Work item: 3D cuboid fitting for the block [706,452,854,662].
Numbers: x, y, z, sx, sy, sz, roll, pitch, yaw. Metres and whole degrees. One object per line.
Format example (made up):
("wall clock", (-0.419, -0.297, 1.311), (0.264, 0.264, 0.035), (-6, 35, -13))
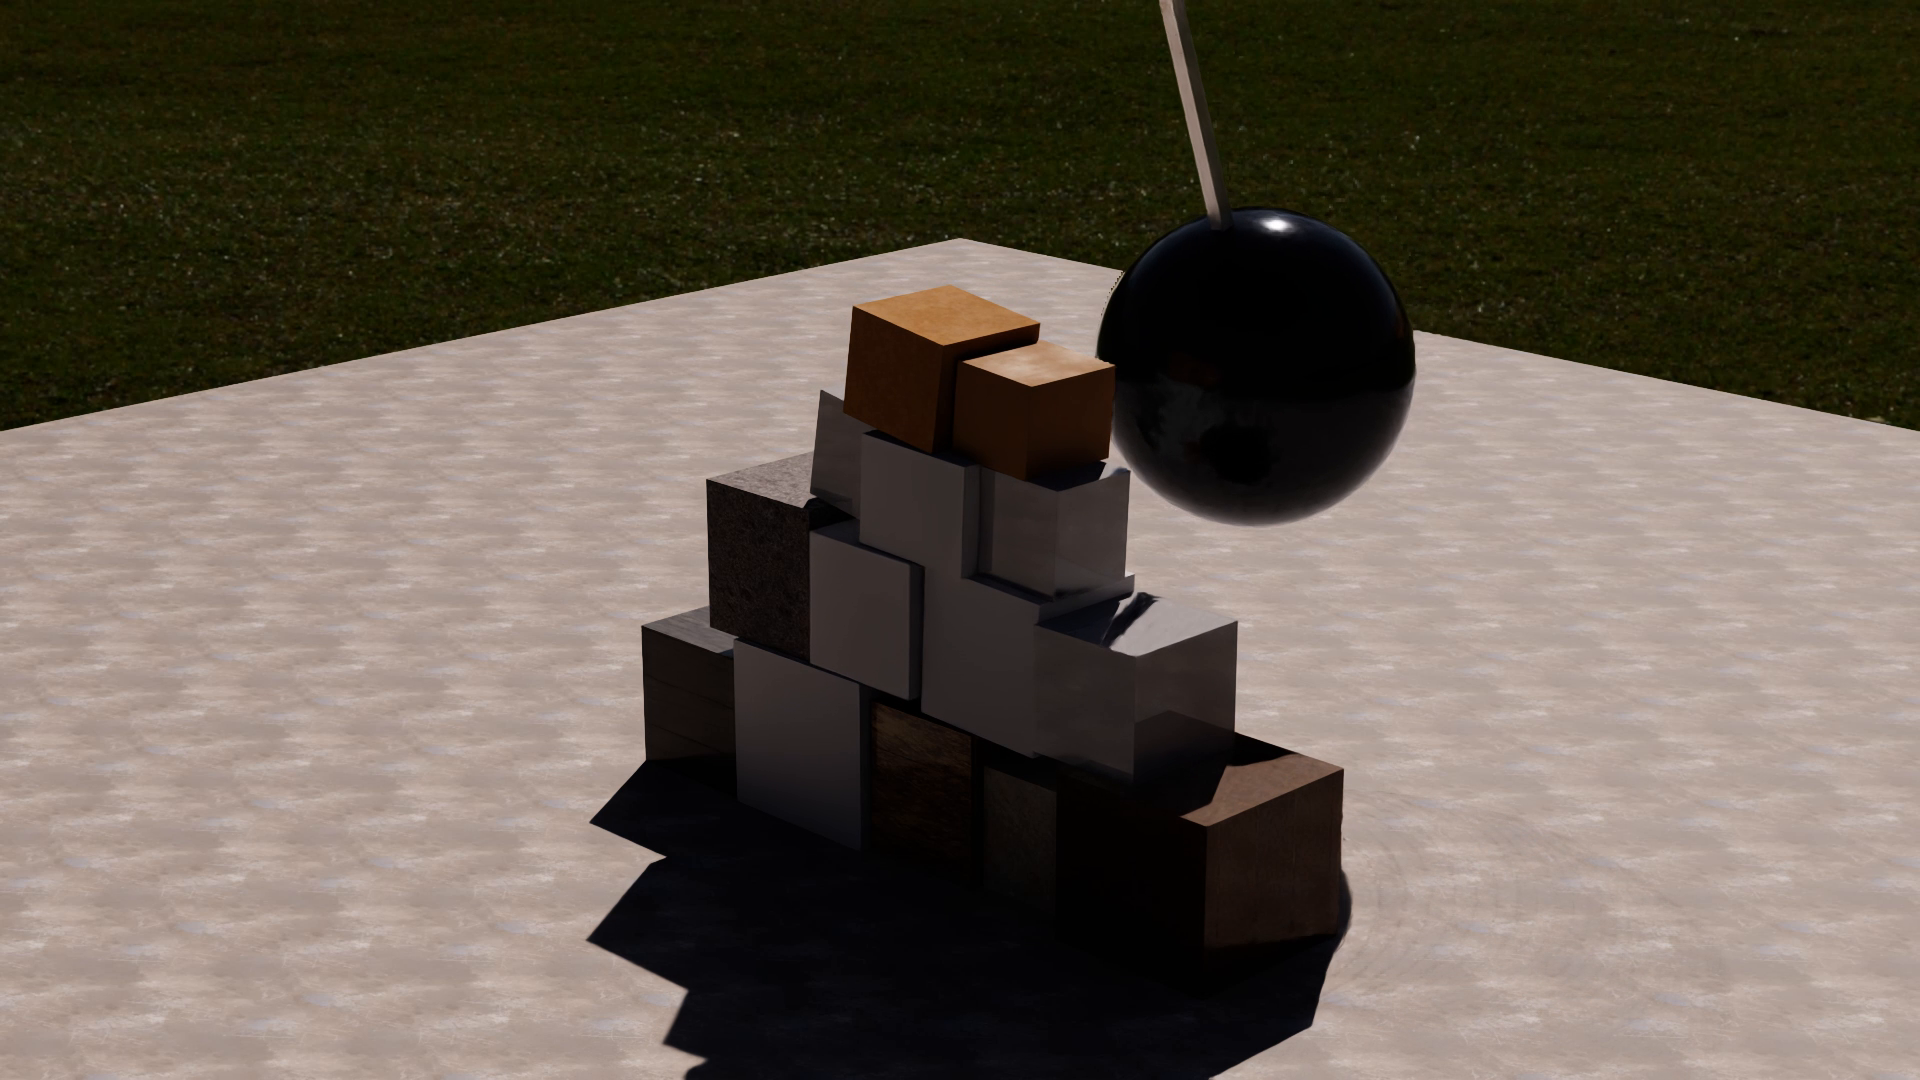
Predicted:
("block", (-0.695, 0.065, 14.105), (0.732, 0.748, 0.731), (-17, 24, -42))

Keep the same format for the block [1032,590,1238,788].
("block", (0.759, 0.634, 12.734), (0.663, 0.584, 0.589), (-17, 24, -42))

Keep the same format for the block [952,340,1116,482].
("block", (0.323, -0.572, 12.843), (0.531, 0.429, 0.450), (-16, 29, -42))

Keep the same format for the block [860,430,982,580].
("block", (0.010, -0.221, 13.236), (0.649, 0.518, 0.645), (20, 26, 41))

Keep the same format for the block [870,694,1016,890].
("block", (0.058, 1.091, 13.629), (0.684, 0.747, 0.660), (-17, 24, -42))

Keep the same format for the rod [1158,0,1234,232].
("rod", (0.636, -3.654, 12.860), (0.080, 5.200, 0.080), (17, 44, 42))

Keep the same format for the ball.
("ball", (1.467, -0.860, 14.609), (1.600, 1.600, 1.600), (0, 17, 0))

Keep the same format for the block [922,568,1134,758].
("block", (0.301, 0.465, 13.175), (0.617, 0.718, 0.702), (-17, 26, -42))

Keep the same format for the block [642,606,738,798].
("block", (-1.083, 0.770, 14.692), (0.706, 0.721, 0.720), (-17, 24, -42))

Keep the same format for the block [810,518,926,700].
("block", (-0.204, 0.266, 13.627), (0.664, 0.650, 0.732), (18, 25, 42))

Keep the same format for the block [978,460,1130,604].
("block", (0.411, -0.074, 12.871), (0.463, 0.506, 0.458), (-17, 26, -42))

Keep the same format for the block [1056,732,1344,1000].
("block", (1.033, 1.362, 12.701), (0.906, 0.785, 0.843), (-17, 24, -42))

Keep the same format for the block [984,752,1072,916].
("block", (0.521, 1.297, 13.229), (0.571, 0.593, 0.601), (-17, 24, -42))

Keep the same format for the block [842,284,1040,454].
("block", (-0.085, -0.772, 13.161), (0.609, 0.511, 0.579), (-17, 32, -42))

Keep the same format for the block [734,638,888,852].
("block", (-0.498, 0.884, 14.139), (0.783, 0.835, 0.882), (-17, 24, -42))

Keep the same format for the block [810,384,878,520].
("block", (-0.370, -0.427, 13.595), (0.441, 0.523, 0.417), (-17, 33, -42))
